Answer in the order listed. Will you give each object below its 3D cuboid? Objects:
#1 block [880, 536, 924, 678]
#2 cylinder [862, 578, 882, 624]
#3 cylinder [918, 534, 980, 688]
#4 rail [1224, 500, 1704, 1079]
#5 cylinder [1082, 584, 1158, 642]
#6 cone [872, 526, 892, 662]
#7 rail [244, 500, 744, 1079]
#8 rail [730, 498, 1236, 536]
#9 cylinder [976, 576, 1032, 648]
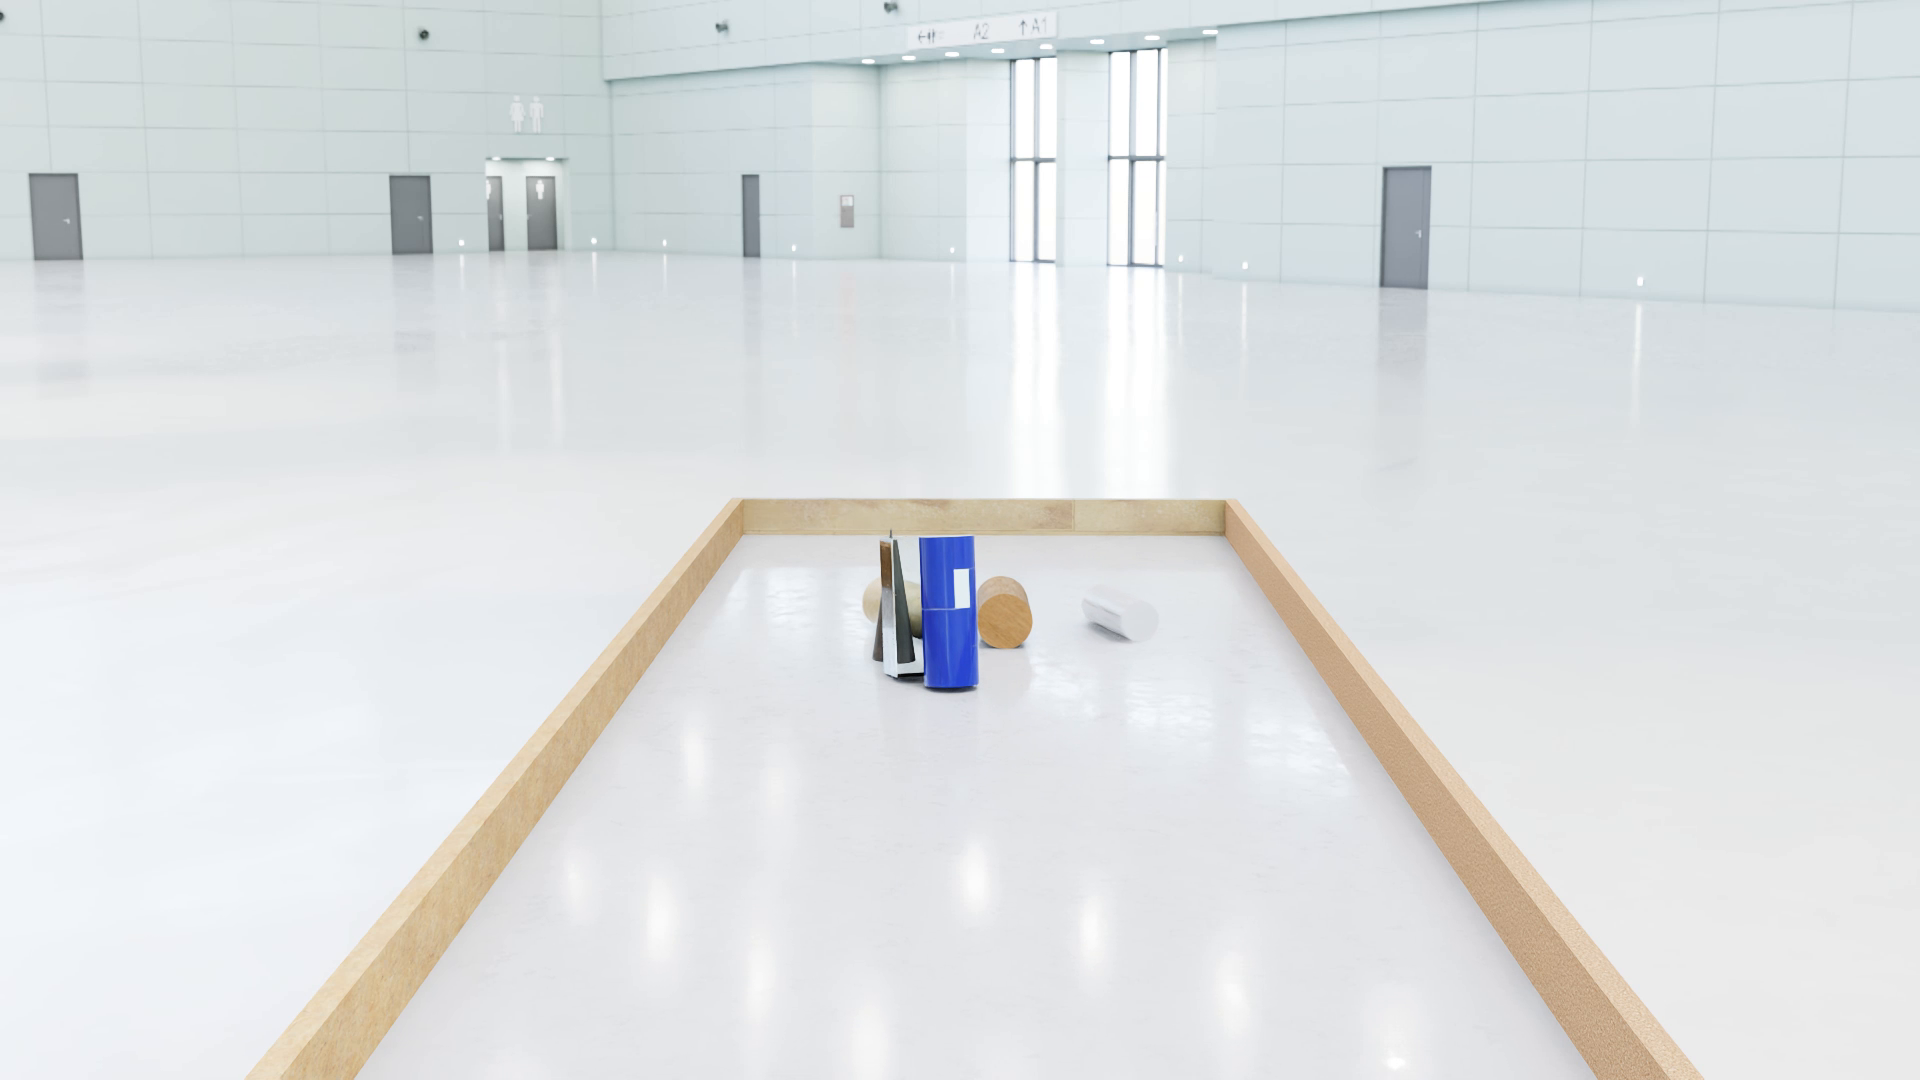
[{"bbox_3d":[-0.129,0.193,6.458,0.167,0.400,0.167,-2,2,-15],"label":"block"},{"bbox_3d":[-0.135,0.229,7.034,0.166,0.166,0.446,-5,10,-30],"label":"cylinder"},{"bbox_3d":[-0.031,0.202,6.316,0.160,0.427,0.160,-2,2,0],"label":"cylinder"},{"bbox_3d":[1.046,0.843,3.208,0.050,0.150,12.000,0,9,1],"label":"rail"},{"bbox_3d":[0.516,0.234,7.120,0.130,0.130,0.326,-3,10,-19],"label":"cylinder"},{"bbox_3d":[-0.209,0.160,6.693,0.121,0.409,0.121,0,9,0],"label":"cone"},{"bbox_3d":[-1.004,0.839,3.234,0.050,0.150,12.000,0,9,1],"label":"rail"},{"bbox_3d":[0.099,-0.098,9.147,2.100,0.150,0.050,0,9,1],"label":"rail"},{"bbox_3d":[0.137,0.229,7.011,0.175,0.175,0.324,0,9,-1],"label":"cylinder"}]
